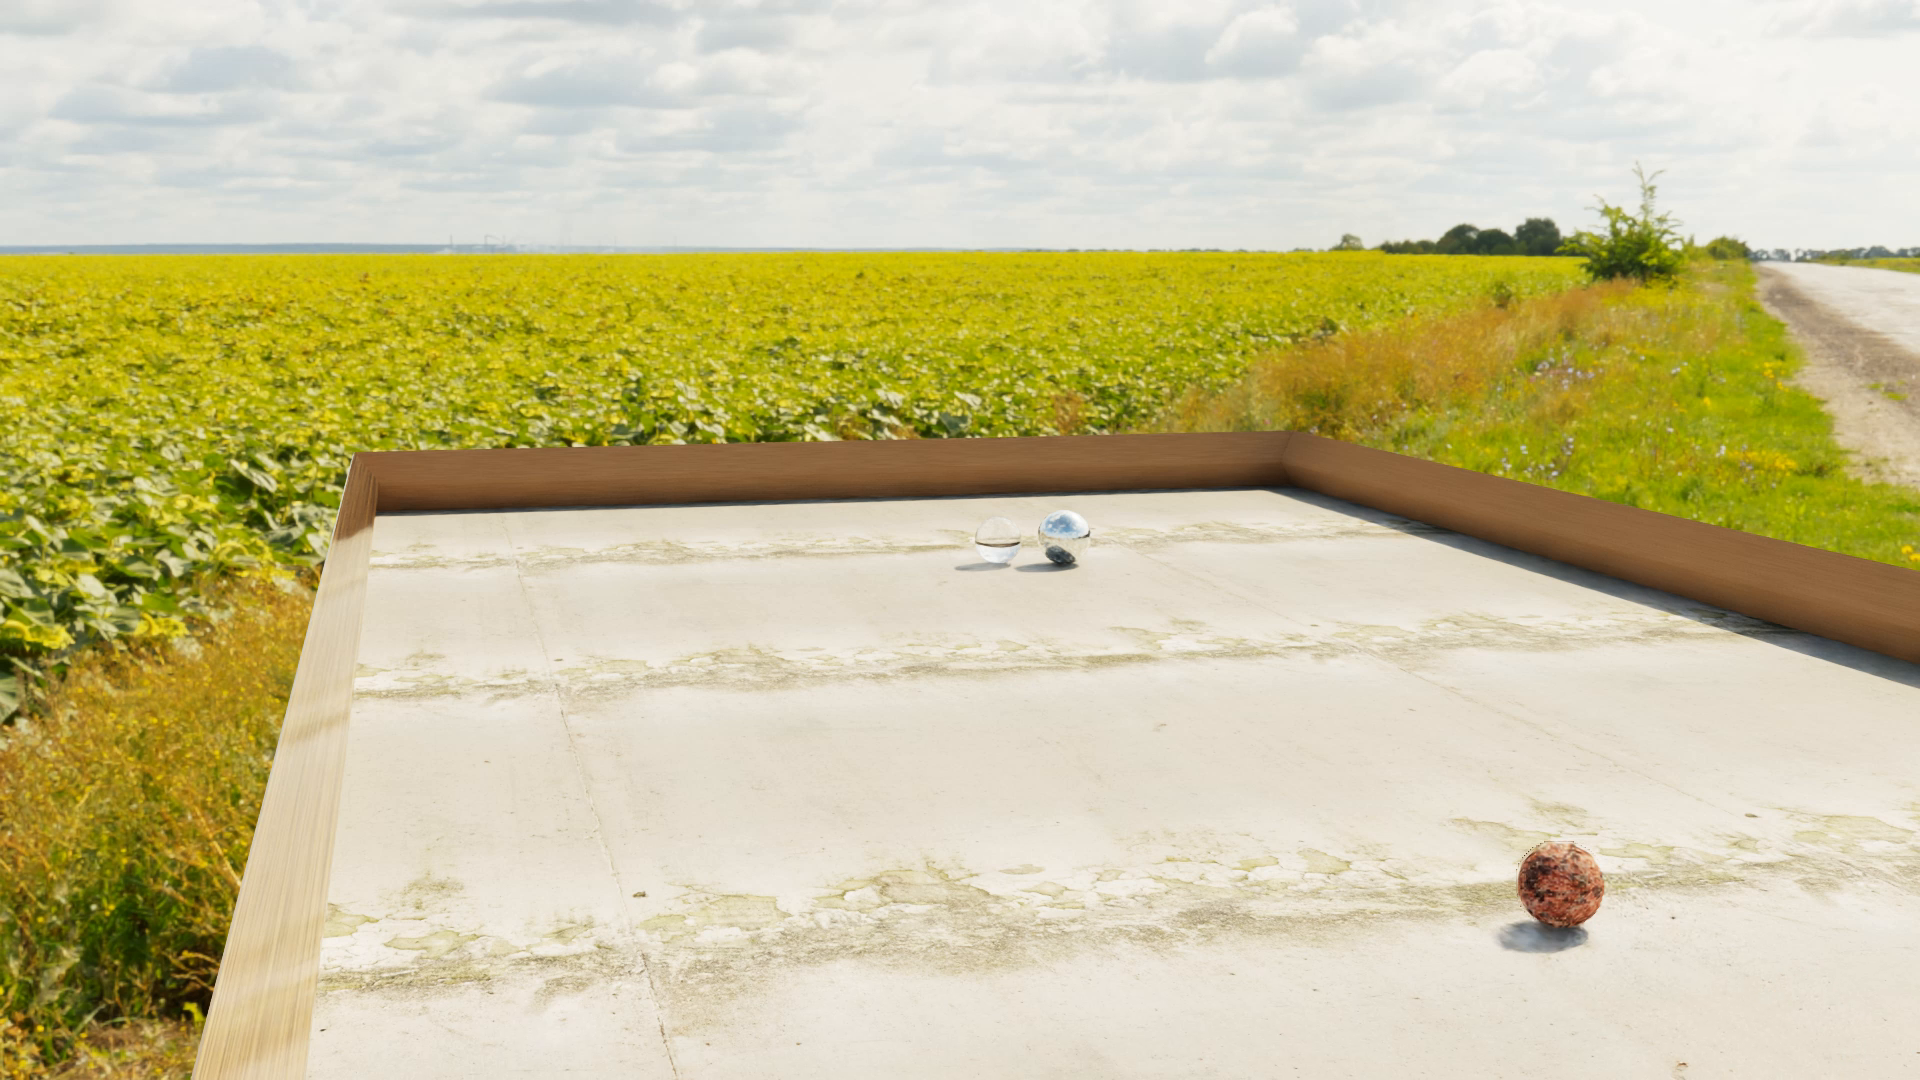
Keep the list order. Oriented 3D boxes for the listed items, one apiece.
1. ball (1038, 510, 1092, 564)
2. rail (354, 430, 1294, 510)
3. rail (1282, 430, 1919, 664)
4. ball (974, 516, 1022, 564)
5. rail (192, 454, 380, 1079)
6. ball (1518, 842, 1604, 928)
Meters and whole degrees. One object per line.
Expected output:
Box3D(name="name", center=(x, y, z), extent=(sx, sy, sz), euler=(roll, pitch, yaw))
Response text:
Box3D(name="ball", center=(0.166, -0.005, 3.492), extent=(0.086, 0.086, 0.086), euler=(0, 8, 0))
Box3D(name="rail", center=(-0.216, -0.138, 4.341), extent=(1.892, 0.112, 0.045), euler=(-2, 8, -14))
Box3D(name="rail", center=(1.117, 0.077, 2.808), extent=(0.045, 0.112, 3.693), euler=(-2, 8, -14))
Box3D(name="ball", center=(0.061, 0.001, 3.493), extent=(0.075, 0.075, 0.075), euler=(0, 8, 0))
Box3D(name="rail", center=(-0.674, 0.139, 2.369), extent=(0.045, 0.112, 3.693), euler=(-2, 8, -14))
Box3D(name="ball", center=(0.456, 0.262, 1.670), extent=(0.064, 0.064, 0.064), euler=(0, 8, 0))
